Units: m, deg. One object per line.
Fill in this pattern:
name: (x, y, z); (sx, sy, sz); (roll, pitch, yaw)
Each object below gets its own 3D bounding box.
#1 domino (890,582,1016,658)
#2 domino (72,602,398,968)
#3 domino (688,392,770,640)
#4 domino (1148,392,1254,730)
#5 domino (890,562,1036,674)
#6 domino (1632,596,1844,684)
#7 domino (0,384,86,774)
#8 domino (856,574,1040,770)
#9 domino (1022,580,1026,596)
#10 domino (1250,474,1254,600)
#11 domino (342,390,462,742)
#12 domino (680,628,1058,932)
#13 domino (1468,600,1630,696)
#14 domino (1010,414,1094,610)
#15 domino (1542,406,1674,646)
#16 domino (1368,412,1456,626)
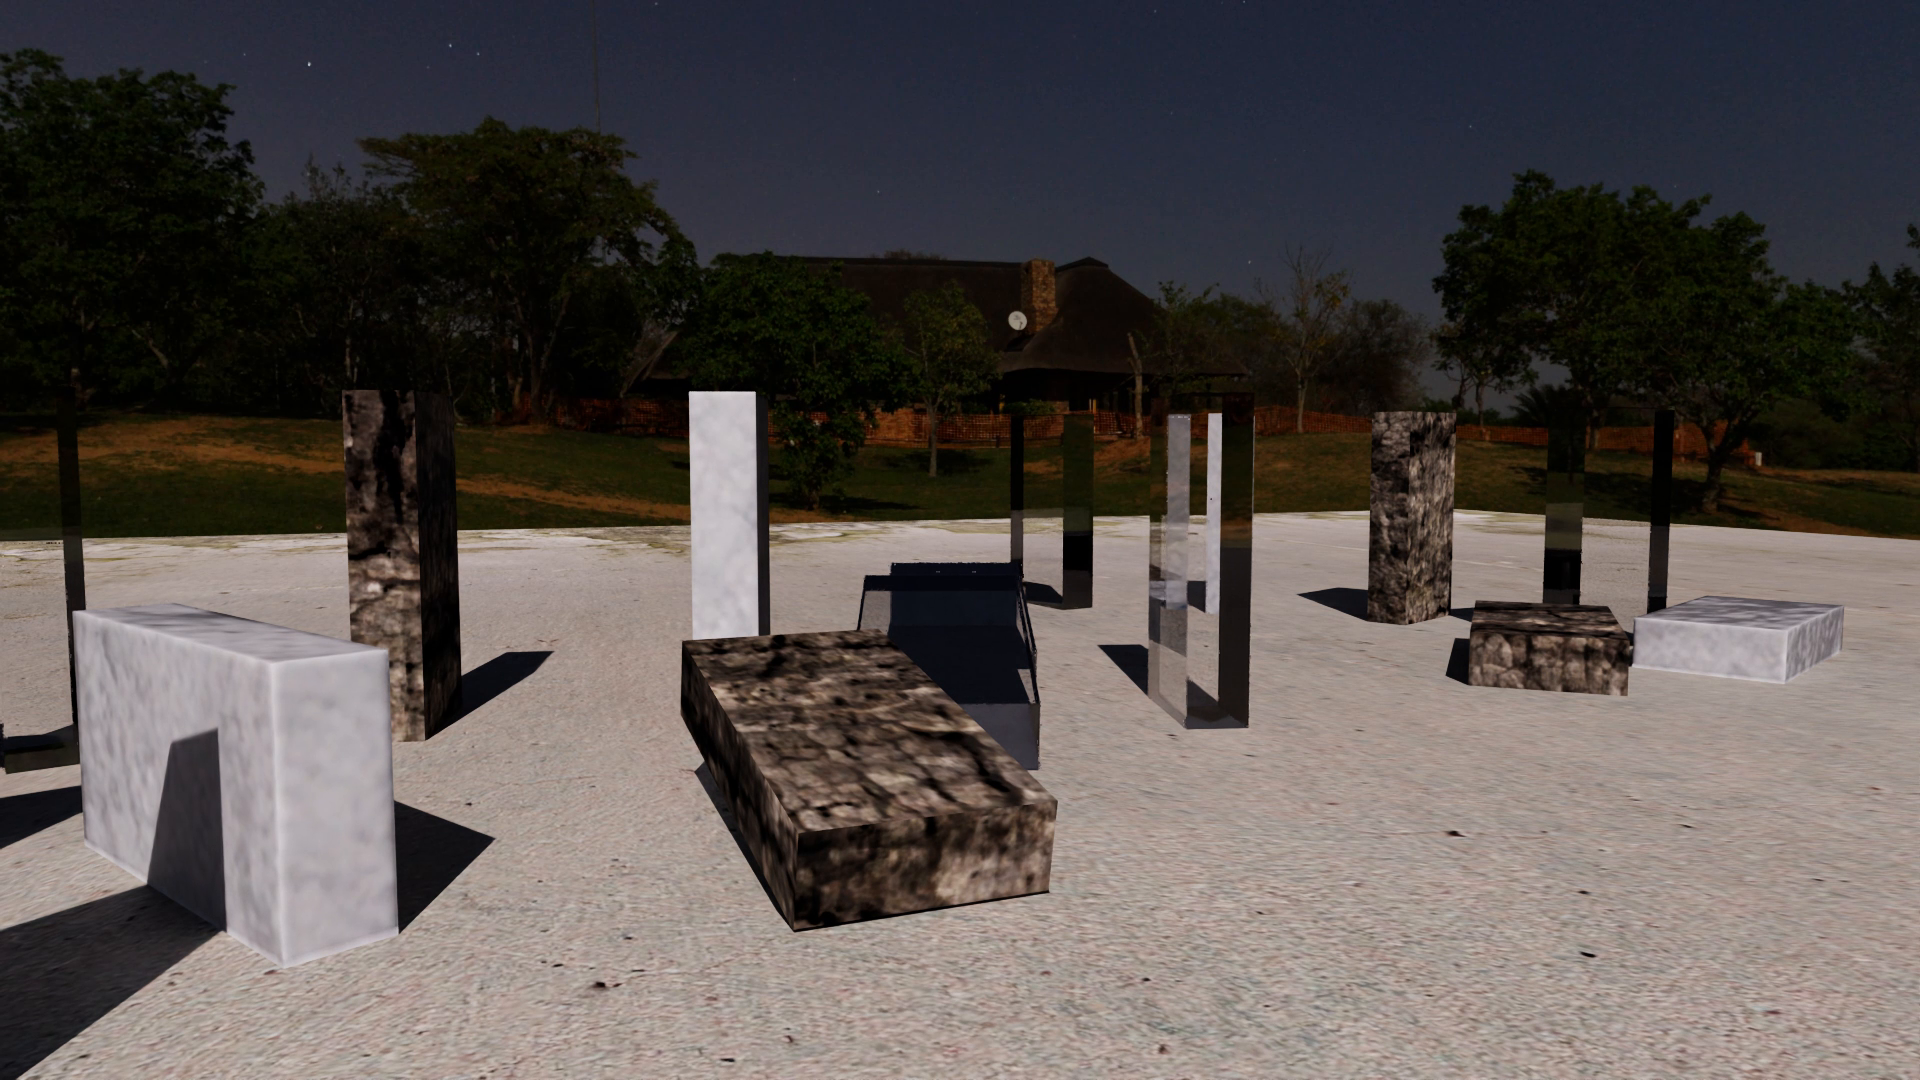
domino: (-0.002, 0.017, 0.281); (0.025, 0.009, 0.050); (0, 4, -1)
domino: (-0.071, 0.021, 0.123); (0.050, 0.025, 0.009); (4, 6, 40)
domino: (-0.035, 0.003, 0.199); (0.009, 0.050, 0.025); (0, 4, -4)
domino: (0.037, 0.002, 0.202); (0.009, 0.050, 0.025); (0, 4, -5)
domino: (-0.001, 0.016, 0.231); (0.025, 0.009, 0.050); (0, 16, -1)
domino: (0.155, 0.019, 0.254); (0.025, 0.009, 0.050); (4, 6, 44)
domino: (-0.128, 0.004, 0.176); (0.009, 0.050, 0.025); (-4, 6, -42)
domino: (-0.003, 0.018, 0.190); (0.025, 0.009, 0.050); (0, 18, -1)
domino: (0.001, 0.013, 0.332); (0.025, 0.009, 0.050); (0, 4, -5)
domino: (0.070, -0.008, 0.339); (0.009, 0.050, 0.025); (2, 5, 24)
domino: (-0.083, 0.003, 0.193); (0.009, 0.050, 0.025); (-1, 4, -10)
domino: (-0.012, 0.023, 0.138); (0.025, 0.009, 0.050); (-2, 16, -23)
domino: (0.111, 0.020, 0.244); (0.025, 0.009, 0.050); (2, 5, 23)
domino: (0.024, -0.008, 0.340); (0.009, 0.050, 0.025); (-2, 5, -30)
domino: (0.137, -0.003, 0.272); (0.025, 0.050, 0.009); (-2, 5, -22)
domino: (0.110, -0.006, 0.311); (0.009, 0.050, 0.025); (4, 6, 44)
